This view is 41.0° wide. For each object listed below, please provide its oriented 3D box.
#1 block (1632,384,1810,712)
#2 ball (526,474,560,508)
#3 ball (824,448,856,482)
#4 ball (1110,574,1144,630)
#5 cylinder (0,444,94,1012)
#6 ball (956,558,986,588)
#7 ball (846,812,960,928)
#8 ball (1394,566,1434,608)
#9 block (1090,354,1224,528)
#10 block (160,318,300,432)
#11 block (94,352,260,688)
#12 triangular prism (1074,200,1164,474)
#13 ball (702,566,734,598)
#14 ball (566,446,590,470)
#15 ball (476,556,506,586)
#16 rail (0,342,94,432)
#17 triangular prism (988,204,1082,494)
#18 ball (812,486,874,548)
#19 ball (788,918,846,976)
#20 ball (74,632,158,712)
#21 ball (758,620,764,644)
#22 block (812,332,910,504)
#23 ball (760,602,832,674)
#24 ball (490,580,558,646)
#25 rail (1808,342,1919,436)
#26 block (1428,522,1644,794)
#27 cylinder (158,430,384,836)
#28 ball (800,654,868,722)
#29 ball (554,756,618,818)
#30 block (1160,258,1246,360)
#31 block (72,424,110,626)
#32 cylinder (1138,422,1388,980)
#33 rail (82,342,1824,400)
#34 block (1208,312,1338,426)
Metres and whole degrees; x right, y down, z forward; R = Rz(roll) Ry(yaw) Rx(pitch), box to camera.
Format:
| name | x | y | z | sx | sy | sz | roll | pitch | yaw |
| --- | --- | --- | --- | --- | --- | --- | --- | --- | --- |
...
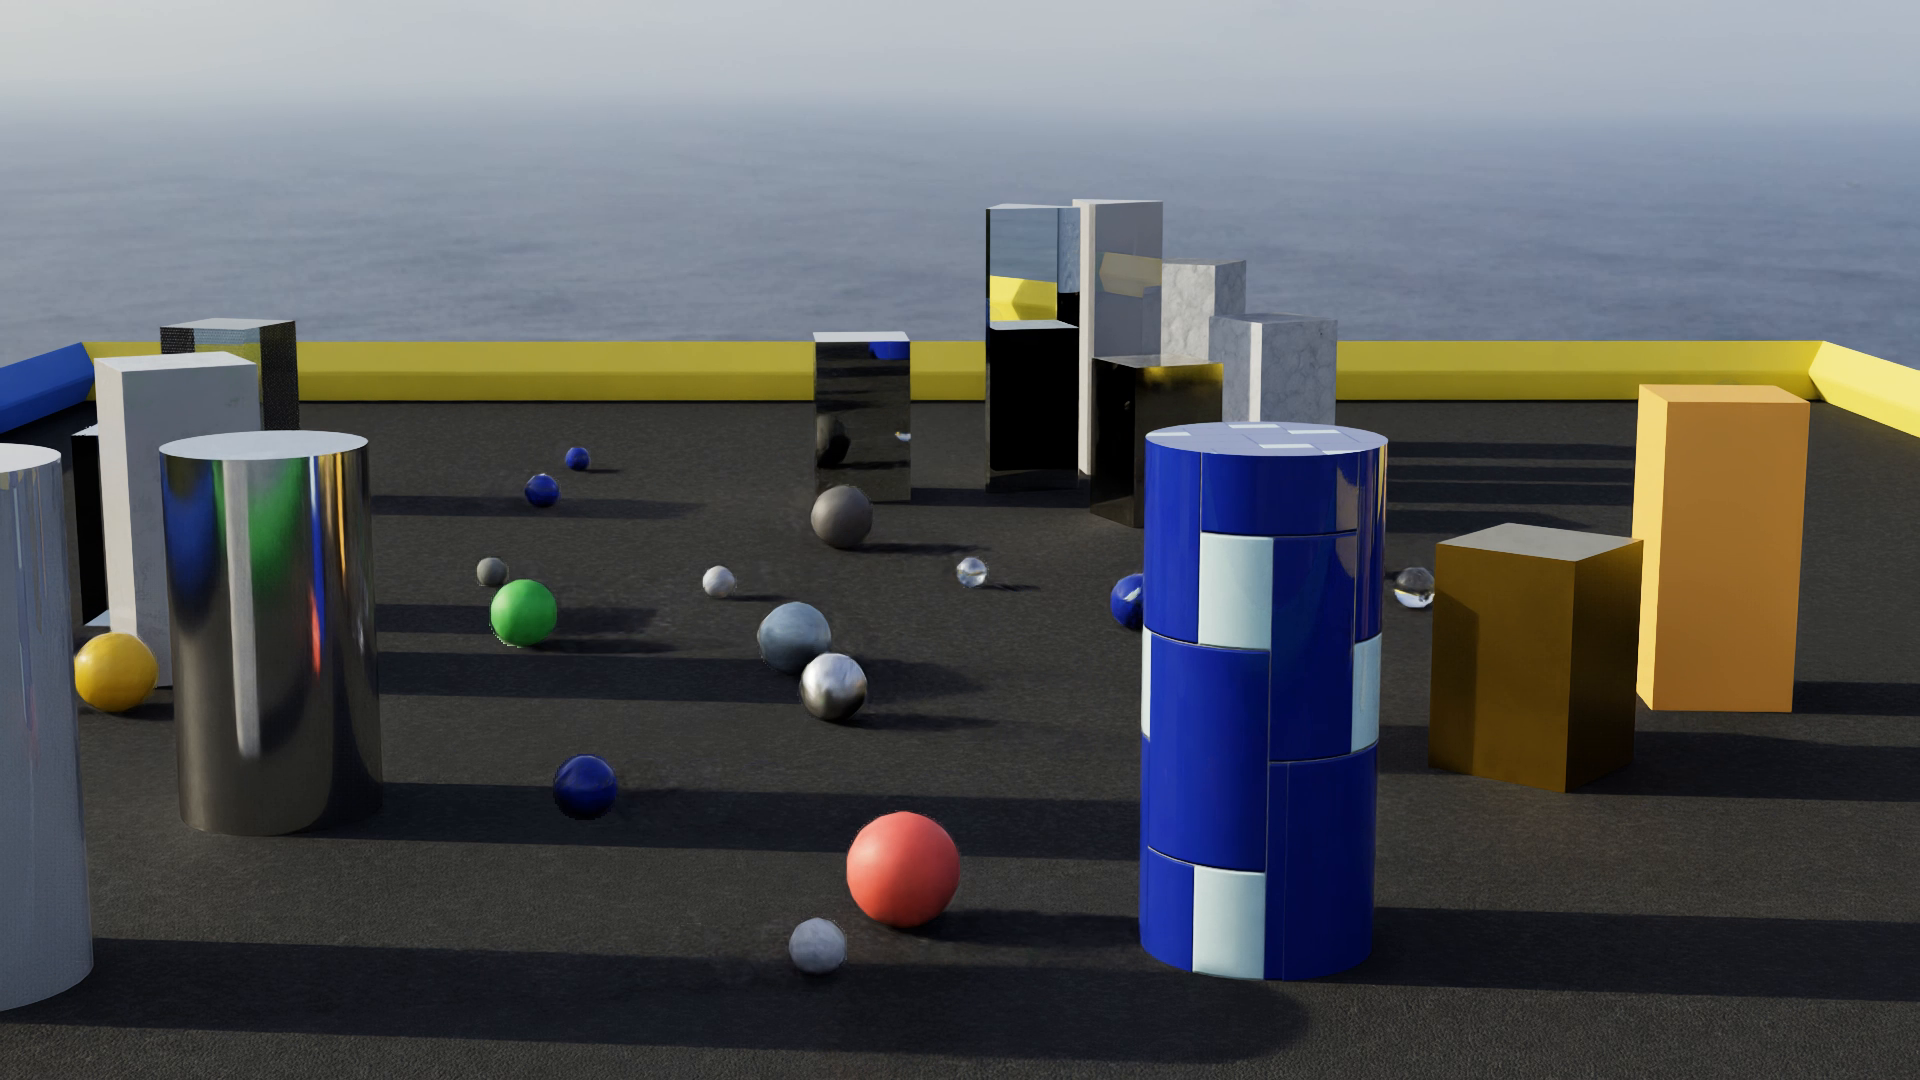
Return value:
| name | x | y | z | sx | sy | sz | roll | pitch | yaw |
| --- | --- | --- | --- | --- | --- | --- | --- | --- | --- |
| block | 0.873 | 0.007 | 2.971 | 0.157 | 0.355 | 0.157 | 1 | 11 | 3 |
| ball | -0.695 | -0.082 | 4.267 | 0.056 | 0.056 | 0.056 | 0 | 11 | 0 |
| ball | -0.209 | -0.132 | 4.486 | 0.058 | 0.058 | 0.058 | 0 | 11 | 0 |
| ball | 0.232 | 0.081 | 3.342 | 0.074 | 0.074 | 0.074 | 0 | 11 | 0 |
| cylinder | -0.804 | 0.146 | 2.039 | 0.196 | 0.421 | 0.196 | 0 | 11 | 0 |
| ball | 0.016 | 0.046 | 3.619 | 0.042 | 0.042 | 0.042 | 0 | 11 | 0 |
| ball | -0.048 | 0.282 | 2.192 | 0.098 | 0.098 | 0.098 | 0 | 11 | 0 |
| ball | 0.617 | 0.064 | 3.477 | 0.057 | 0.057 | 0.057 | 0 | 11 | 0 |
| block | 0.317 | -0.163 | 4.157 | 0.157 | 0.257 | 0.157 | -4 | 11 | -23 |
| block | -1.217 | -0.211 | 4.293 | 0.157 | 0.302 | 0.157 | 3 | 11 | 17 |
| block | -0.939 | -0.029 | 3.102 | 0.157 | 0.377 | 0.157 | -6 | 12 | -29 |
| triangular prism | 0.254 | -0.375 | 4.677 | 0.170 | 0.483 | 0.147 | -8 | 13 | -37 |
| ball | -0.334 | 0.058 | 3.549 | 0.044 | 0.044 | 0.044 | 0 | 11 | 0 |
| ball | -0.694 | -0.148 | 4.656 | 0.044 | 0.044 | 0.044 | 0 | 11 | 0 |
| ball | -0.661 | 0.045 | 3.623 | 0.042 | 0.042 | 0.042 | 0 | 11 | 0 |
| rail | -1.886 | 0.035 | 3.438 | 0.045 | 0.127 | 4.438 | 0 | 11 | 0 |
| triangular prism | 0.103 | -0.337 | 4.463 | 0.170 | 0.486 | 0.147 | -4 | 11 | -18 |
| ball | -0.179 | -0.035 | 3.909 | 0.095 | 0.095 | 0.095 | 0 | 11 | 0 |
| ball | -0.115 | 0.329 | 2.077 | 0.046 | 0.046 | 0.046 | 0 | 11 | 0 |
| ball | -0.962 | 0.150 | 2.921 | 0.091 | 0.091 | 0.091 | 0 | 11 | 0 |
| ball | -0.220 | 0.118 | 3.174 | 0.061 | 0.061 | 0.061 | 0 | 11 | 0 |
| block | -0.168 | -0.210 | 4.365 | 0.157 | 0.273 | 0.157 | -1 | 11 | -5 |
| ball | -0.199 | 0.119 | 3.103 | 0.087 | 0.087 | 0.087 | 0 | 11 | 0 |
| ball | -0.553 | 0.092 | 3.253 | 0.084 | 0.084 | 0.084 | 0 | 11 | 0 |
| rail | 1.886 | 0.031 | 3.460 | 0.045 | 0.127 | 4.438 | 0 | 11 | 0 |
| block | 0.602 | 0.119 | 2.684 | 0.157 | 0.239 | 0.157 | 9 | 14 | 39 |
| cylinder | -0.673 | 0.087 | 2.516 | 0.196 | 0.364 | 0.196 | 0 | 11 | 0 |
| ball | -0.142 | 0.165 | 2.880 | 0.076 | 0.076 | 0.076 | 0 | 11 | 0 |
| ball | -0.366 | 0.242 | 2.511 | 0.061 | 0.061 | 0.061 | 0 | 11 | 0 |
| block | 0.444 | -0.356 | 4.923 | 0.157 | 0.356 | 0.157 | 5 | 12 | 27 |
| block | -1.075 | -0.026 | 3.427 | 0.157 | 0.253 | 0.157 | 0 | 11 | -1 |
| cylinder | 0.249 | 0.127 | 2.123 | 0.196 | 0.427 | 0.196 | 0 | 11 | 0 |
| rail | -0.013 | -0.367 | 5.607 | 3.819 | 0.127 | 0.045 | 0 | 11 | 0 |
| block | 0.536 | -0.234 | 4.422 | 0.157 | 0.299 | 0.157 | -6 | 12 | -28 |
